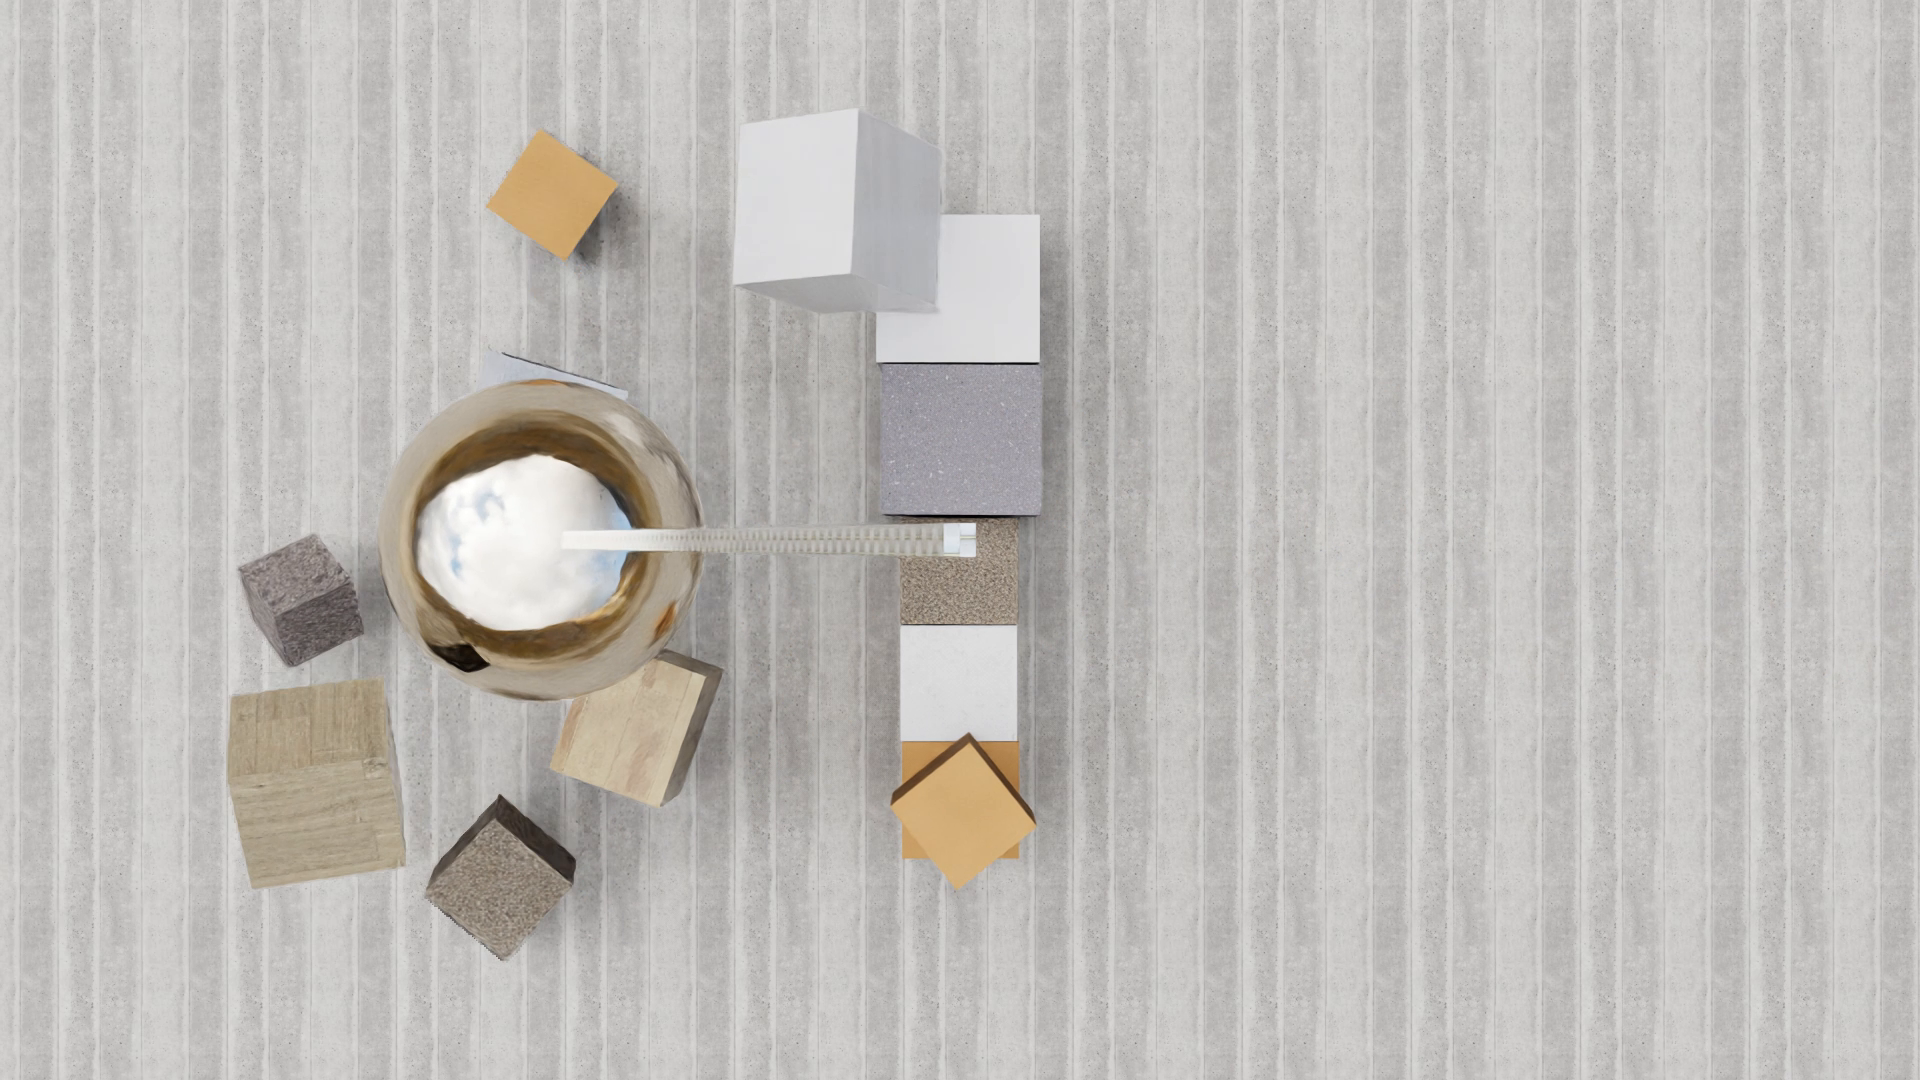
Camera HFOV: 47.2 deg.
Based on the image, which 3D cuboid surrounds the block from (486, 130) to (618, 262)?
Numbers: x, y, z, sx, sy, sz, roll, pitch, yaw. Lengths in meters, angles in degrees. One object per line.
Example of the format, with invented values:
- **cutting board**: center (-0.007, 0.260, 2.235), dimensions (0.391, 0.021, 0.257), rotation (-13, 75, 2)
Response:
- **block**: center (-2.345, -1.979, 12.662), dimensions (0.527, 0.523, 0.534), rotation (35, 91, -13)

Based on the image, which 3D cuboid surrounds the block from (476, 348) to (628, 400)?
- **block**: center (-2.397, -0.631, 12.549), dimensions (0.703, 0.647, 0.708), rotation (16, 92, -24)

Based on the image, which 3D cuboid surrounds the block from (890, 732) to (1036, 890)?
- **block**: center (0.017, 1.479, 12.083), dimensions (0.550, 0.591, 0.578), rotation (-39, 91, 0)

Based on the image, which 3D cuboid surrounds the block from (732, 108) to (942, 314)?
- **block**: center (-0.647, -1.735, 11.759), dimensions (0.744, 0.822, 0.861), rotation (-1, 83, 31)

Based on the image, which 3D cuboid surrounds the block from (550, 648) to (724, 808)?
- **block**: center (-1.839, 1.018, 12.604), dimensions (0.655, 0.775, 0.777), rotation (20, 90, 1)

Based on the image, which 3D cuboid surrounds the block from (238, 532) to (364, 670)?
- **block**: center (-3.761, 0.347, 12.573), dimensions (0.475, 0.452, 0.458), rotation (-28, 54, -26)

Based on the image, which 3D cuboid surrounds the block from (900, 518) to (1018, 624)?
- **block**: center (-0.004, 0.175, 12.677), dimensions (0.666, 0.646, 0.597), rotation (0, 90, 0)

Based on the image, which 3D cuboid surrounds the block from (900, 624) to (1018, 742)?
- **block**: center (-0.006, 0.807, 12.687), dimensions (0.655, 0.625, 0.651), rotation (0, 90, 0)

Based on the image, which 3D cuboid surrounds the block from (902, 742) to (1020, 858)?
- **block**: center (0.004, 1.466, 12.692), dimensions (0.659, 0.617, 0.657), rotation (0, 90, 0)

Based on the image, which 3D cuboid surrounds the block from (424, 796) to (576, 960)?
- **block**: center (-2.611, 1.916, 12.548), dimensions (0.588, 0.612, 0.564), rotation (42, 89, -10)

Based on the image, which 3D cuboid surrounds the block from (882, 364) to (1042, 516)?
- **block**: center (0.009, -0.556, 12.585), dimensions (0.887, 0.831, 0.830), rotation (0, 90, 0)

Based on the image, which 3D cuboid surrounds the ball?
- **ball**: center (-2.060, 0.000, 10.874), dimensions (1.600, 1.600, 1.600), rotation (0, 90, 0)

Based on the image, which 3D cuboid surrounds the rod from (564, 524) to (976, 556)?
- **rod**: center (-0.893, 0.000, 7.681), dimensions (0.080, 5.200, 0.080), rotation (0, 90, -20)

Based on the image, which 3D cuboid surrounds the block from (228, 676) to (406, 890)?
- **block**: center (-3.106, 1.168, 10.652), dimensions (0.723, 0.629, 0.691), rotation (-7, 125, -12)

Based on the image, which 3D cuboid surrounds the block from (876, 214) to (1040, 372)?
- **block**: center (-0.011, -1.388, 12.568), dimensions (0.900, 0.863, 0.813), rotation (0, 90, 0)
